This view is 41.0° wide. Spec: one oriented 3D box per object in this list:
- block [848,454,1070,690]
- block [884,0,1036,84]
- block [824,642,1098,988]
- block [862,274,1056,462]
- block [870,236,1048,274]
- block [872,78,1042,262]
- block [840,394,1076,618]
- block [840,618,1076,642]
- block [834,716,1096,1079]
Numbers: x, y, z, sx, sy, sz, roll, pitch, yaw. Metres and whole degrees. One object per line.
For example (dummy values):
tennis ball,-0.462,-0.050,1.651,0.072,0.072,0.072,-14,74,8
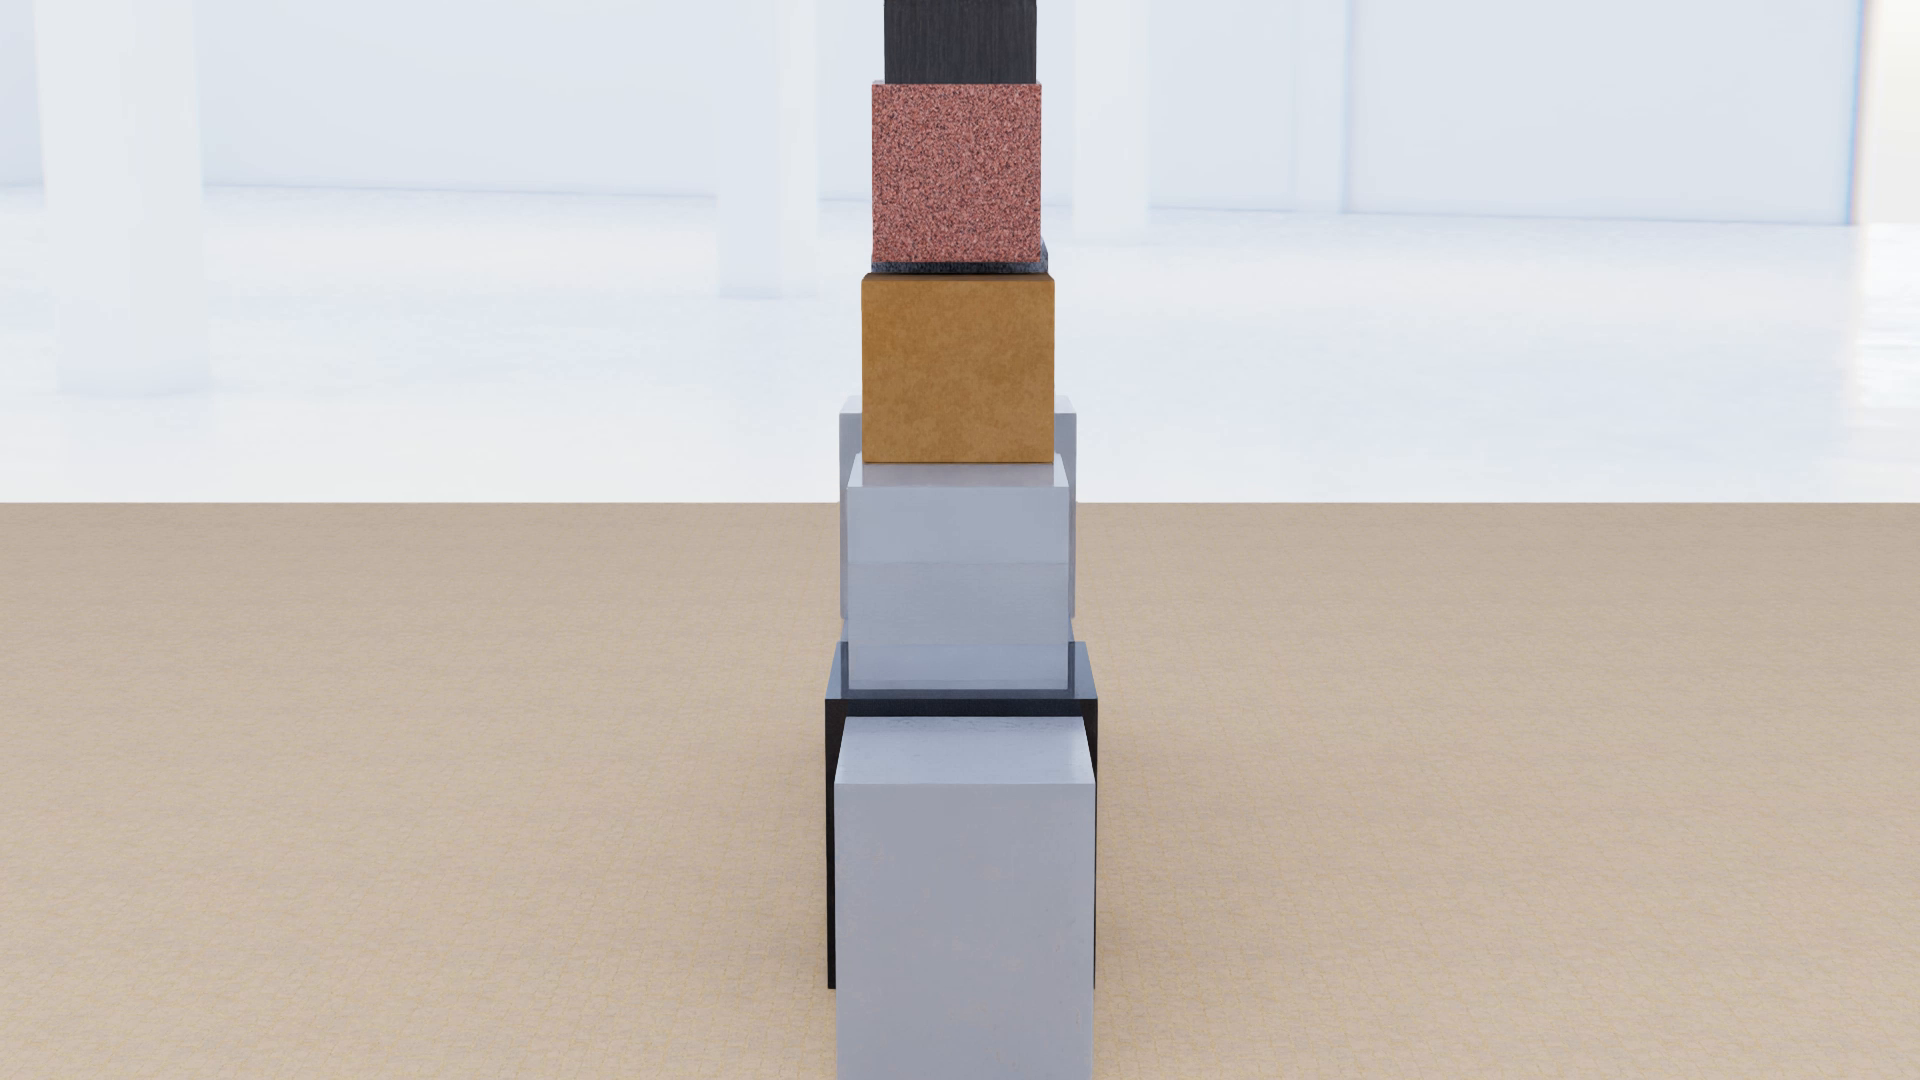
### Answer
block,-0.007,0.110,10.268,0.845,0.793,0.862,0,10,0
block,0.002,-2.223,10.755,0.623,0.591,0.652,0,12,0
block,0.005,1.085,10.360,1.040,1.159,1.004,0,10,0
block,-0.008,-0.730,10.669,0.773,0.725,0.788,0,8,0
block,-0.001,-0.945,11.441,0.760,0.746,0.763,0,12,0
block,-0.014,-1.579,10.895,0.697,0.727,0.667,0,12,0
block,-0.010,-0.176,12.026,1.061,0.929,1.008,0,8,0
block,-0.011,0.949,11.342,1.022,1.074,0.955,0,10,0
block,0.017,1.293,9.403,0.901,1.091,0.935,0,10,0
